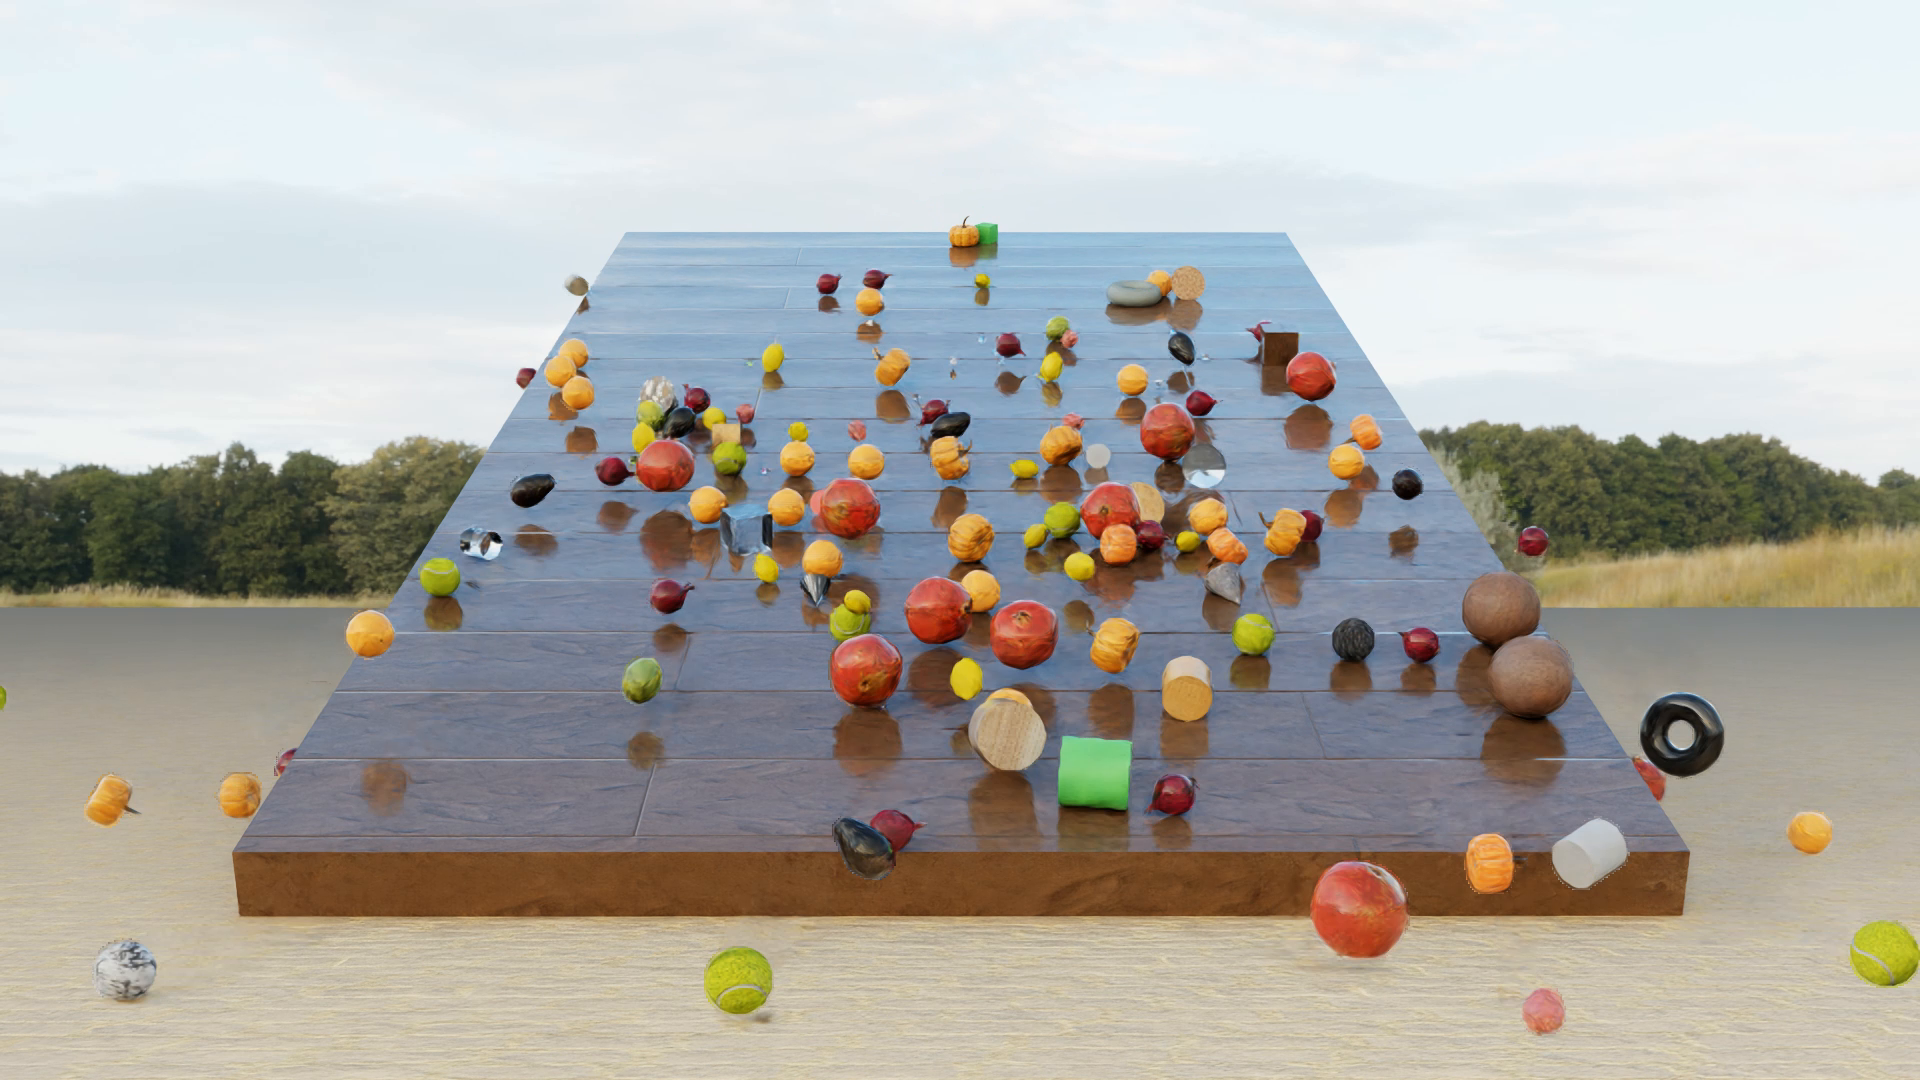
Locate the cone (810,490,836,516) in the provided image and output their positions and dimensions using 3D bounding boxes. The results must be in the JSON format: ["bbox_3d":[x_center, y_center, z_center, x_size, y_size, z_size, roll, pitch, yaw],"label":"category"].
[{"bbox_3d":[-0.261,-0.070,4.445,0.052,0.052,0.052,0,-7,13],"label":"cone"}]

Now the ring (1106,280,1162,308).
[{"bbox_3d":[0.461,-0.655,6.030,0.147,0.049,0.147,1,21,0],"label":"ring"}]

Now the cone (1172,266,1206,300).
[{"bbox_3d":[0.602,-0.681,6.110,0.095,0.095,0.095,0,-7,-11],"label":"cone"}]

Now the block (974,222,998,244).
[{"bbox_3d":[0.078,-0.912,6.734,0.051,0.051,0.051,12,23,29],"label":"block"}]

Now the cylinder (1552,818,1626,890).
[{"bbox_3d":[0.842,0.419,3.031,0.070,0.070,0.070,-34,20,-36],"label":"cylinder"}]

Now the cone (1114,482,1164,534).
[{"bbox_3d":[0.333,-0.055,4.377,0.099,0.099,0.099,0,-7,-12],"label":"cone"}]

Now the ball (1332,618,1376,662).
[{"bbox_3d":[0.648,0.165,3.731,0.071,0.071,0.071,0,-2,0],"label":"ball"}]

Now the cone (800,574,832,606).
[{"bbox_3d":[-0.253,0.097,3.983,0.055,0.055,0.055,-3,-43,-3],"label":"cone"}]

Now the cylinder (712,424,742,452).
[{"bbox_3d":[-0.493,-0.217,4.797,0.058,0.058,0.058,0,-2,1],"label":"cylinder"}]

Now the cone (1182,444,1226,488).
[{"bbox_3d":[0.490,-0.146,4.629,0.089,0.089,0.089,0,-5,-4],"label":"cone"}]

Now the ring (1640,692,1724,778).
[{"bbox_3d":[1.214,0.327,3.810,0.143,0.143,0.048,-1,-4,39],"label":"ring"}]

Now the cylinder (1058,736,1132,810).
[{"bbox_3d":[0.192,0.331,3.223,0.098,0.098,0.098,4,-1,6],"label":"cylinder"}]

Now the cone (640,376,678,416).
[{"bbox_3d":[-0.657,-0.314,5.092,0.091,0.091,0.091,-1,-9,26],"label":"cone"}]

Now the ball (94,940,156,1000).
[{"bbox_3d":[-0.914,0.472,2.481,0.065,0.065,0.065,0,-2,0],"label":"ball"}]

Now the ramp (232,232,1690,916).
[{"bbox_3d":[-0.005,-0.206,5.004,2.000,0.100,4.000,0,20,0],"label":"ramp"}]

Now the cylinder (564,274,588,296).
[{"bbox_3d":[-1.034,-0.688,6.110,0.052,0.052,0.052,1,15,-27],"label":"cylinder"}]

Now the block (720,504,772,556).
[{"bbox_3d":[-0.399,-0.019,4.233,0.072,0.072,0.072,-11,23,-29],"label":"block"}]

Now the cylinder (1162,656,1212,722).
[{"bbox_3d":[0.354,0.232,3.535,0.077,0.077,0.077,0,20,5],"label":"cylinder"}]

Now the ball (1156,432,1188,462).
[{"bbox_3d":[0.441,-0.194,4.730,0.066,0.066,0.066,0,-2,0],"label":"ball"}]

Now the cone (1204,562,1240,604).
[{"bbox_3d":[0.477,0.090,3.995,0.071,0.071,0.071,-18,-38,-15],"label":"cone"}]

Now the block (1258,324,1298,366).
[{"bbox_3d":[0.771,-0.473,5.479,0.081,0.081,0.081,0,20,0],"label":"block"}]
